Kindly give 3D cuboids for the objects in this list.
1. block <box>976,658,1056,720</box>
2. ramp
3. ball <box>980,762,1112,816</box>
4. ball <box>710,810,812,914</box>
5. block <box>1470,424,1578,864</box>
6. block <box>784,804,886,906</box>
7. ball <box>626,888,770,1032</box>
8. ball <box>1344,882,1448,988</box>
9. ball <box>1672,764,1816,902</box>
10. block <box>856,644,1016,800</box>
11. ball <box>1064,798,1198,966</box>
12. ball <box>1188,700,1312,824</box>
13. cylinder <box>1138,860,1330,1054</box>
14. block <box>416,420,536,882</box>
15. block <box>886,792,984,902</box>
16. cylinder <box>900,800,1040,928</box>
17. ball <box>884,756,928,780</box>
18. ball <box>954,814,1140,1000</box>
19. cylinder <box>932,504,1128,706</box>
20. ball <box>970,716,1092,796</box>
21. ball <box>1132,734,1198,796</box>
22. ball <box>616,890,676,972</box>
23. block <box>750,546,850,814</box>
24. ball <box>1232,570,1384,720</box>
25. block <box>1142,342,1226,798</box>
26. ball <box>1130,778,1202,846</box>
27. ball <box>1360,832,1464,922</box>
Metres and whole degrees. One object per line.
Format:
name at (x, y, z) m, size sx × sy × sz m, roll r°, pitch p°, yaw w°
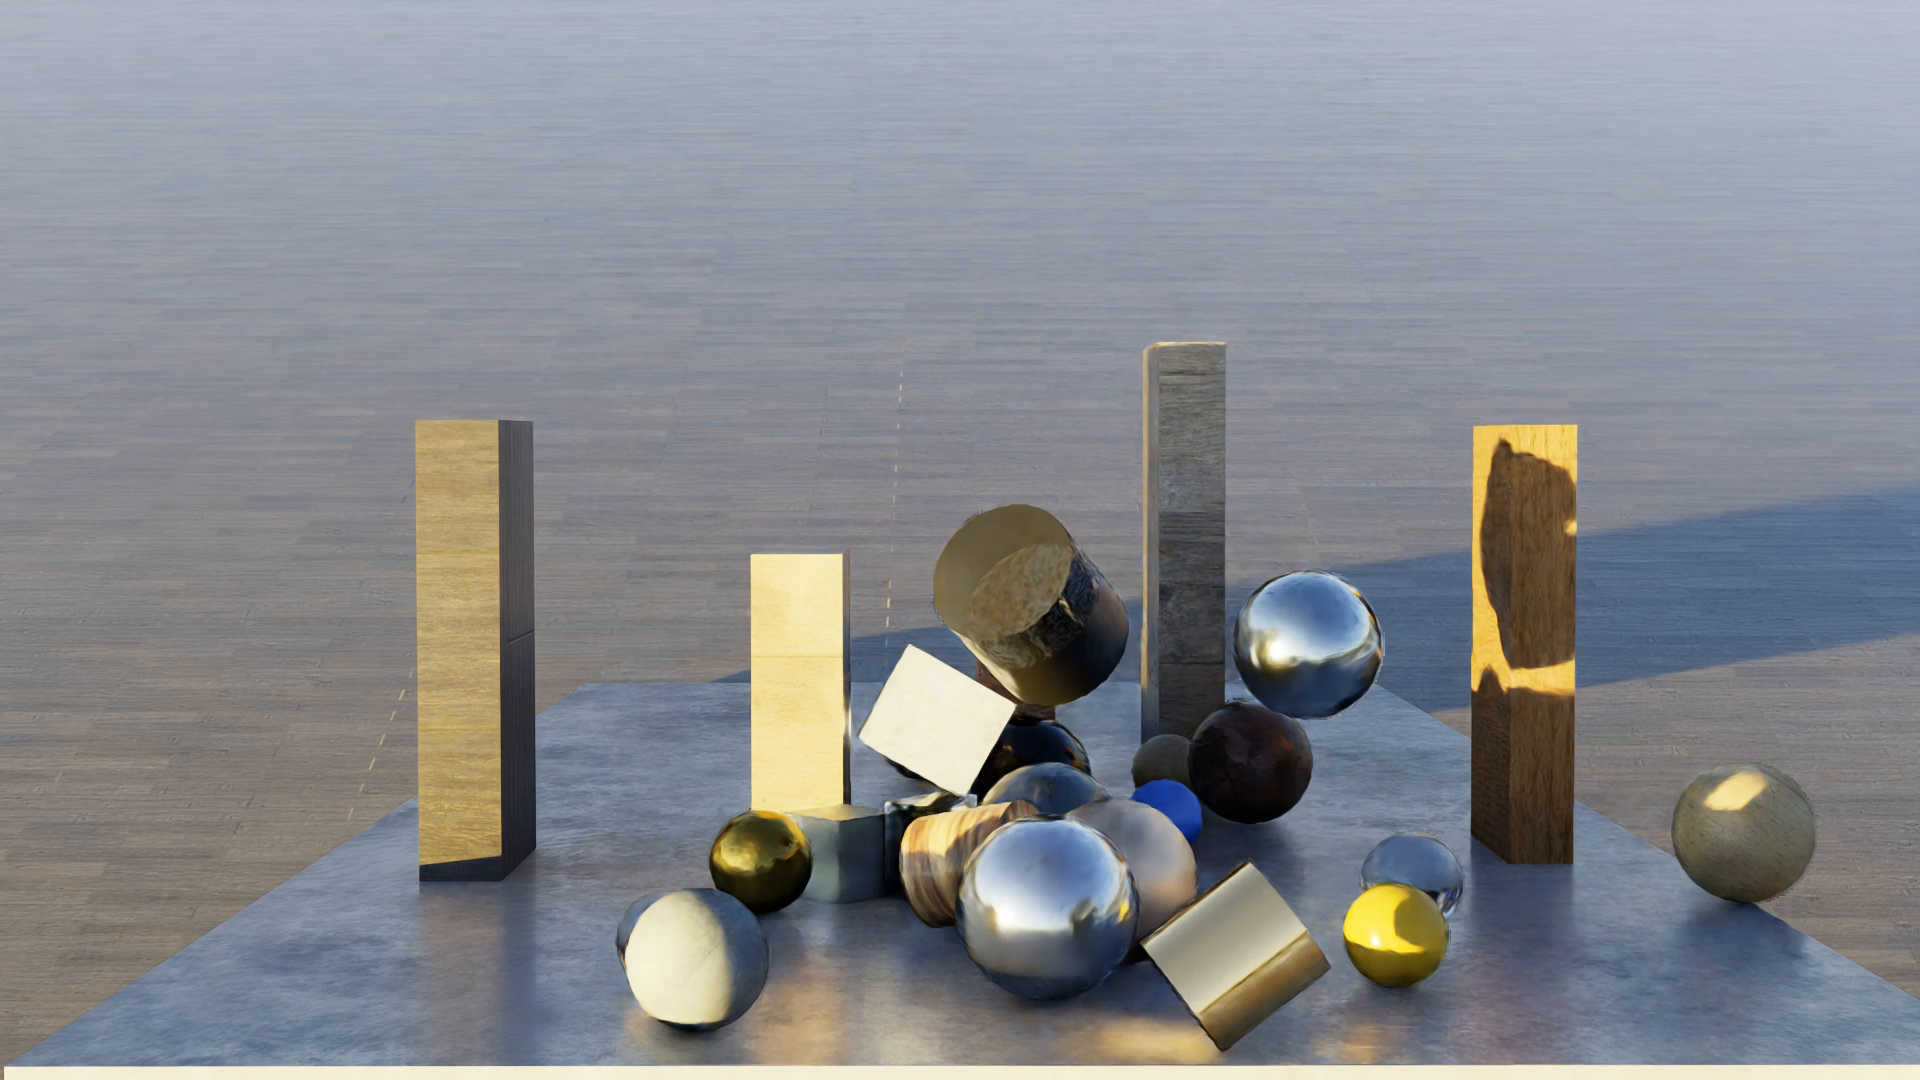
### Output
block at (0.086, 0.241, 4.104) m, size 0.114 × 0.434 × 0.449 m, roll 0°, pitch 2°, yaw 0°
ramp at (0.054, 0.491, 4.542) m, size 2.000 × 0.100 × 4.000 m, roll 0°, pitch 2°, yaw 0°
ball at (0.115, 0.388, 3.374) m, size 0.195 × 0.195 × 0.195 m, roll 0°, pitch 24°, yaw 0°
ball at (-0.259, 0.420, 3.361) m, size 0.135 × 0.135 × 0.135 m, roll 0°, pitch 24°, yaw 0°
block at (0.845, 0.147, 3.871) m, size 0.094 × 0.638 × 0.277 m, roll 0°, pitch 2°, yaw 0°
block at (-0.160, 0.426, 3.496) m, size 0.112 × 0.112 × 0.112 m, roll 2°, pitch 3°, yaw 45°
ball at (-0.274, 0.439, 2.692) m, size 0.150 × 0.150 × 0.150 m, roll 0°, pitch 24°, yaw 0°
ball at (0.492, 0.446, 2.906) m, size 0.117 × 0.117 × 0.117 m, roll 0°, pitch 24°, yaw 0°
ball at (1.045, 0.391, 3.437) m, size 0.185 × 0.185 × 0.185 m, roll 0°, pitch 24°, yaw 0°
block at (-0.034, 0.249, 3.549) m, size 0.147 × 0.147 × 0.147 m, roll 30°, pitch -3°, yaw -9°
ball at (0.183, 0.402, 3.033) m, size 0.195 × 0.195 × 0.195 m, roll 0°, pitch 24°, yaw 0°
ball at (0.466, 0.356, 4.142) m, size 0.200 × 0.200 × 0.200 m, roll 0°, pitch 24°, yaw 0°
cylinder at (0.277, 0.420, 2.600) m, size 0.138 × 0.138 × 0.138 m, roll -37°, pitch 31°, yaw -4°
block at (-0.700, 0.150, 3.740) m, size 0.115 × 0.645 × 0.297 m, roll 0°, pitch 2°, yaw 0°
block at (-0.009, 0.417, 3.480) m, size 0.130 × 0.130 × 0.130 m, roll 2°, pitch 3°, yaw 37°
cylinder at (0.023, 0.407, 3.232) m, size 0.143 × 0.143 × 0.143 m, roll -13°, pitch 15°, yaw 30°
ball at (-0.069, 0.360, 4.679) m, size 0.152 × 0.152 × 0.152 m, roll 0°, pitch 24°, yaw 0°
ball at (0.096, 0.405, 2.846) m, size 0.204 × 0.204 × 0.204 m, roll 0°, pitch 24°, yaw 0°
cylinder at (0.092, 0.085, 3.294) m, size 0.192 × 0.192 × 0.192 m, roll -13°, pitch 56°, yaw 21°
ball at (0.103, 0.349, 3.793) m, size 0.181 × 0.181 × 0.181 m, roll 0°, pitch 24°, yaw 0°
ball at (0.351, 0.387, 4.320) m, size 0.124 × 0.124 × 0.124 m, roll 0°, pitch 24°, yaw 0°
ball at (-0.329, 0.449, 2.886) m, size 0.113 × 0.113 × 0.113 m, roll 0°, pitch 24°, yaw 0°
block at (-0.226, 0.244, 3.697) m, size 0.126 × 0.459 × 0.262 m, roll 0°, pitch 2°, yaw 0°
ball at (0.468, 0.141, 3.471) m, size 0.202 × 0.202 × 0.202 m, roll 0°, pitch 24°, yaw 0°
block at (0.398, 0.045, 4.619) m, size 0.114 × 0.784 × 0.399 m, roll 0°, pitch 2°, yaw 0°
ball at (0.302, 0.412, 3.816) m, size 0.115 × 0.115 × 0.115 m, roll 0°, pitch 24°, yaw 0°
ball at (0.564, 0.429, 3.216) m, size 0.127 × 0.127 × 0.127 m, roll 0°, pitch 24°, yaw 0°
